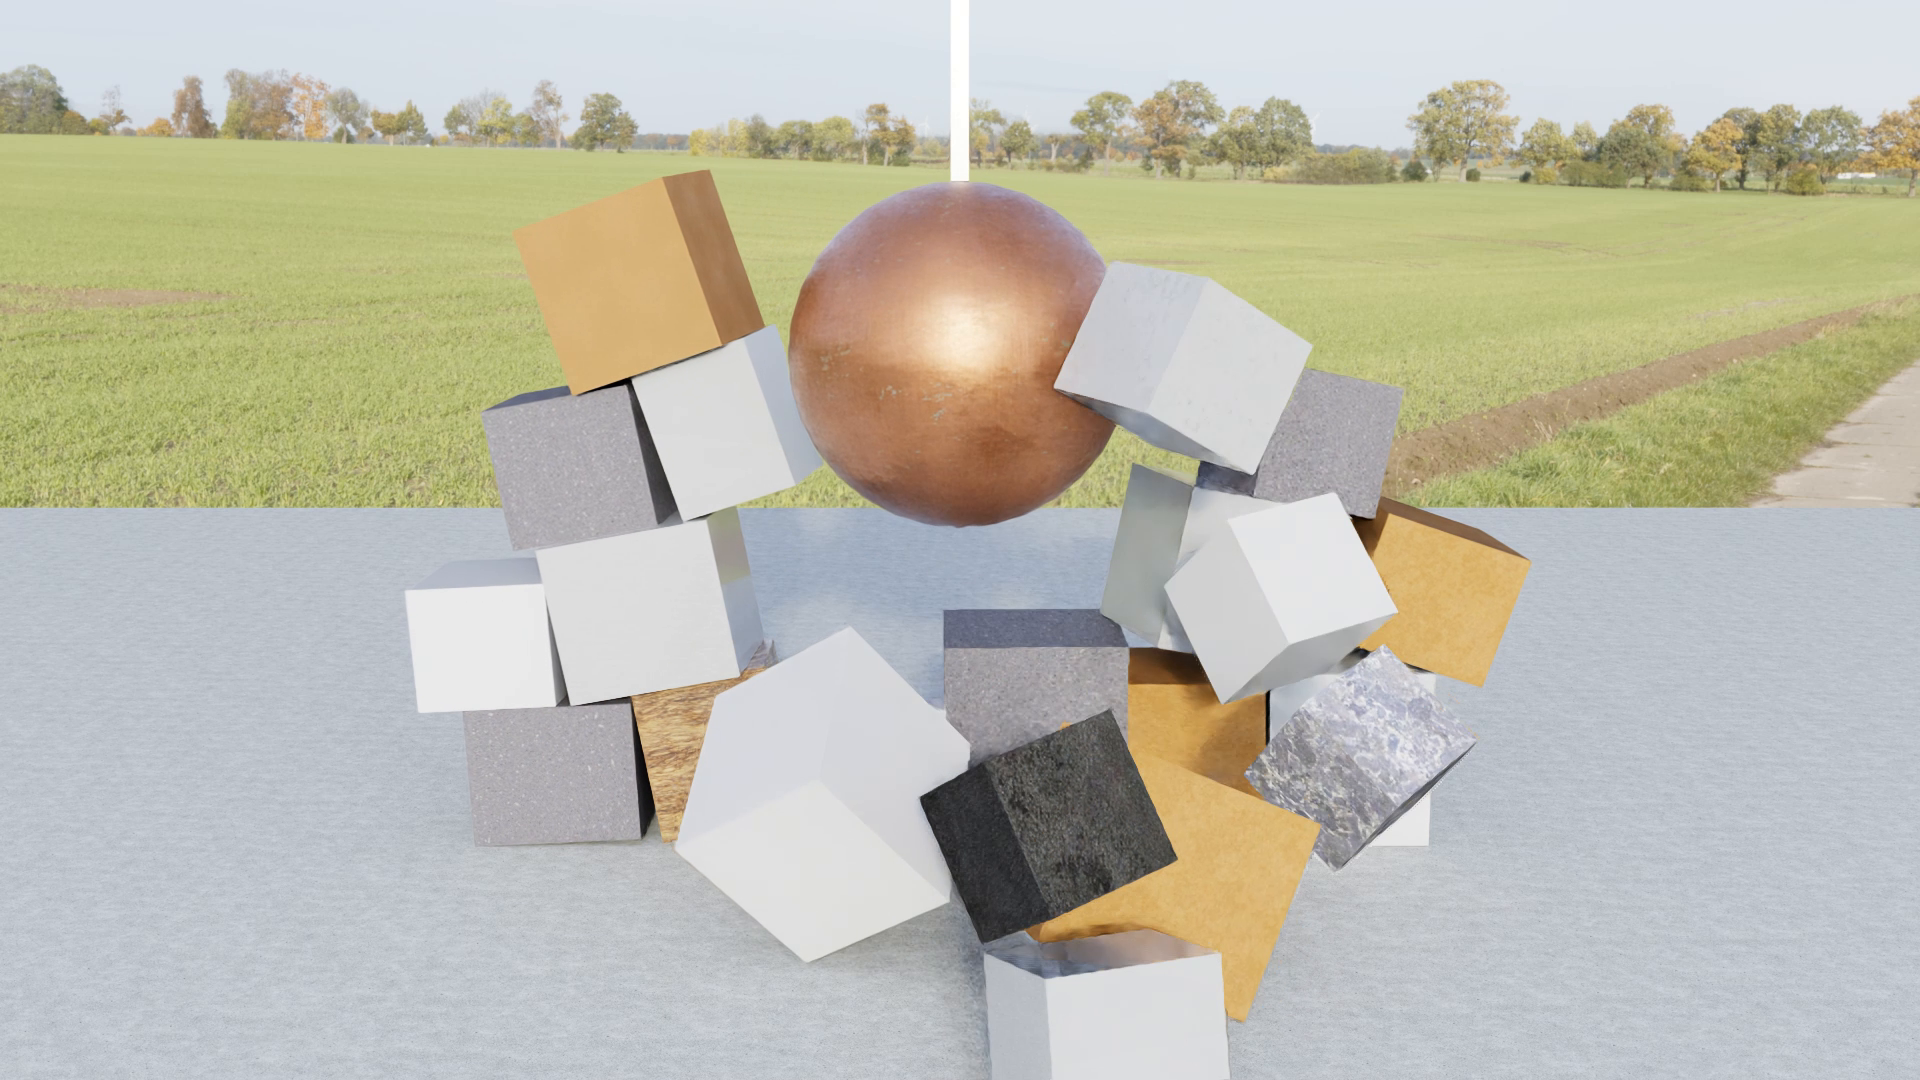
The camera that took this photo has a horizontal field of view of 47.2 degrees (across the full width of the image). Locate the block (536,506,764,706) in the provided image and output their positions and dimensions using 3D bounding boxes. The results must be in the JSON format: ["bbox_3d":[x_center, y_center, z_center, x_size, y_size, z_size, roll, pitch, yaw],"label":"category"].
[{"bbox_3d":[-1.556,0.286,11.198,0.865,0.798,0.813,-10,10,5],"label":"block"}]

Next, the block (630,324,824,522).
[{"bbox_3d":[-1.147,-0.594,10.960,0.602,0.754,0.630,-17,9,13],"label":"block"}]

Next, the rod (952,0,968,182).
[{"bbox_3d":[0.000,-4.252,10.057,0.080,5.200,0.080,0,3,0],"label":"rod"}]

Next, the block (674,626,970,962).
[{"bbox_3d":[-0.567,1.099,9.472,0.786,0.853,0.909,-28,31,27],"label":"block"}]

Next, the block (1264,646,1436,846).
[{"bbox_3d":[1.952,1.035,11.384,0.816,0.890,0.779,0,10,0],"label":"block"}]

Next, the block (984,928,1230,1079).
[{"bbox_3d":[0.505,1.762,7.554,0.642,0.691,0.561,-4,0,-21],"label":"block"}]

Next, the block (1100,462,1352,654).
[{"bbox_3d":[1.329,0.131,11.156,0.857,0.804,0.841,10,7,-18],"label":"block"}]

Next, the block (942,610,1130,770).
[{"bbox_3d":[0.369,0.966,11.304,0.904,1.055,0.890,0,10,-1],"label":"block"}]

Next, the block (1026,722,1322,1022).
[{"bbox_3d":[0.764,1.308,8.868,0.880,0.814,0.953,23,-4,-9],"label":"block"}]

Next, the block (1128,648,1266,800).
[{"bbox_3d":[1.179,1.059,11.379,0.689,0.845,0.809,0,10,0],"label":"block"}]

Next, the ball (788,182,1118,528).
[{"bbox_3d":[0.000,-0.855,10.216,1.600,1.600,1.600,0,10,0],"label":"ball"}]

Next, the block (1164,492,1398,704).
[{"bbox_3d":[1.454,0.268,10.042,0.621,0.627,0.663,-14,-21,-29],"label":"block"}]

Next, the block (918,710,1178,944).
[{"bbox_3d":[0.297,1.006,7.670,0.525,0.563,0.610,-20,-9,-27],"label":"block"}]

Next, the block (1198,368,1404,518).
[{"bbox_3d":[1.715,-0.542,11.160,0.669,0.662,0.745,10,7,-17],"label":"block"}]

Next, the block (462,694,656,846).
[{"bbox_3d":[-2.041,1.113,11.370,0.839,0.702,0.743,-3,10,0],"label":"block"}]

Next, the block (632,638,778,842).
[{"bbox_3d":[-1.242,1.027,11.359,0.677,0.806,0.641,-10,10,2],"label":"block"}]

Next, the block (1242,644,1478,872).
[{"bbox_3d":[1.679,0.916,9.250,0.601,0.552,0.558,-30,70,-39],"label":"block"}]

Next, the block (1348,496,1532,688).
[{"bbox_3d":[2.320,0.223,11.263,0.770,0.677,0.826,18,9,-8],"label":"block"}]

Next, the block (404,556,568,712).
[{"bbox_3d":[-2.351,0.470,11.271,0.698,0.624,0.764,-3,10,4],"label":"block"}]

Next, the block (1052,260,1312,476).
[{"bbox_3d":[0.943,-0.737,9.343,0.654,0.605,0.668,27,-3,-35],"label":"block"}]

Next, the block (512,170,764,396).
[{"bbox_3d":[-1.569,-1.284,10.868,0.801,0.835,0.777,-17,9,14],"label":"block"}]

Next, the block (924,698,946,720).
[{"bbox_3d":[-0.435,1.175,10.706,0.724,0.751,0.684,0,0,-2],"label":"block"}]

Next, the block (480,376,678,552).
[{"bbox_3d":[-1.887,-0.413,11.112,0.747,0.707,0.670,-10,10,7],"label":"block"}]
